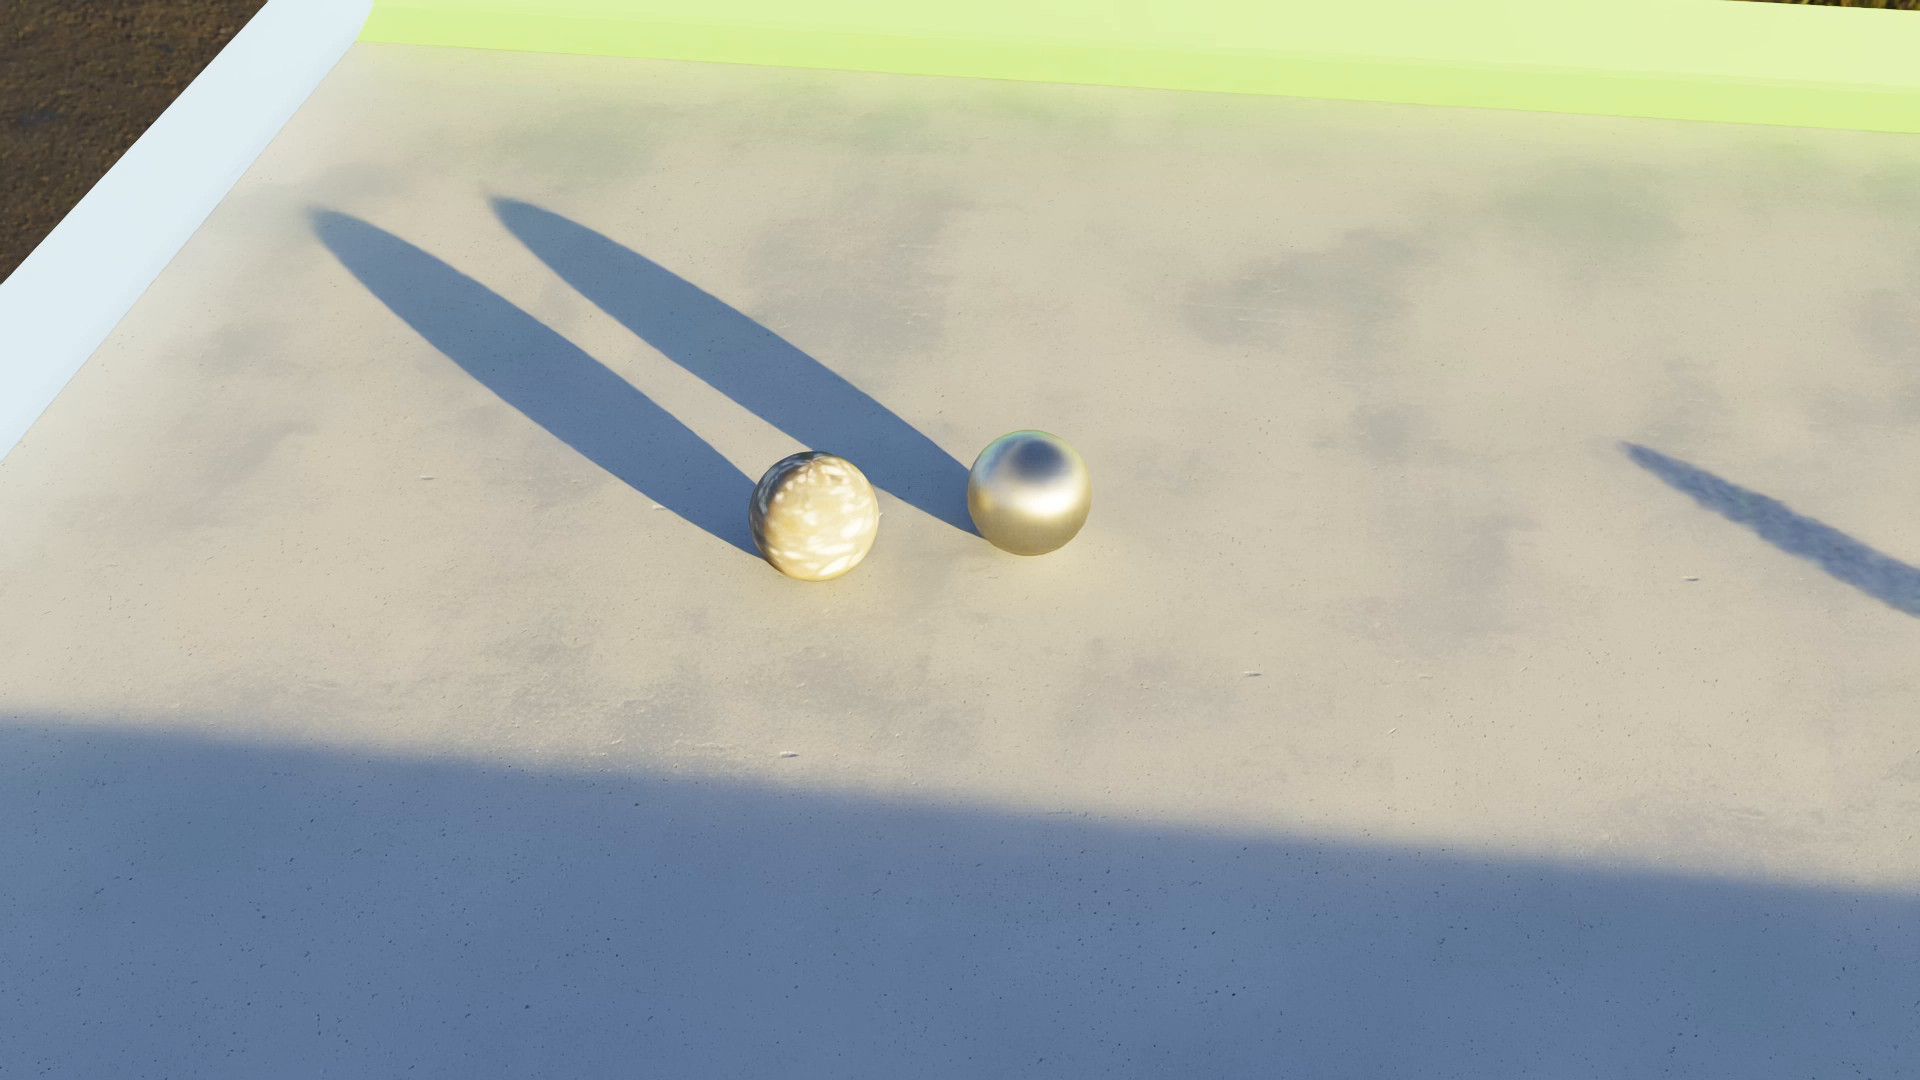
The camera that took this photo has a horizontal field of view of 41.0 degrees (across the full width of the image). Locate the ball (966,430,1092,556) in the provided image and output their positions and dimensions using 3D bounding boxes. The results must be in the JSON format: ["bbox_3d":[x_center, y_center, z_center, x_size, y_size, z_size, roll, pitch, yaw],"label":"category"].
[{"bbox_3d":[0.053,-0.036,1.970,0.097,0.097,0.097,0,34,0],"label":"ball"}]

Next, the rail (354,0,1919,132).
[{"bbox_3d":[0.927,-0.460,2.562,3.219,0.128,0.045,5,35,7],"label":"rail"}]

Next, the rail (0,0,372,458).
[{"bbox_3d":[-0.773,-0.076,1.998,0.045,0.128,1.880,5,35,7],"label":"rail"}]

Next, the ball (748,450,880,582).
[{"bbox_3d":[-0.111,-0.018,1.942,0.099,0.099,0.099,0,34,0],"label":"ball"}]
